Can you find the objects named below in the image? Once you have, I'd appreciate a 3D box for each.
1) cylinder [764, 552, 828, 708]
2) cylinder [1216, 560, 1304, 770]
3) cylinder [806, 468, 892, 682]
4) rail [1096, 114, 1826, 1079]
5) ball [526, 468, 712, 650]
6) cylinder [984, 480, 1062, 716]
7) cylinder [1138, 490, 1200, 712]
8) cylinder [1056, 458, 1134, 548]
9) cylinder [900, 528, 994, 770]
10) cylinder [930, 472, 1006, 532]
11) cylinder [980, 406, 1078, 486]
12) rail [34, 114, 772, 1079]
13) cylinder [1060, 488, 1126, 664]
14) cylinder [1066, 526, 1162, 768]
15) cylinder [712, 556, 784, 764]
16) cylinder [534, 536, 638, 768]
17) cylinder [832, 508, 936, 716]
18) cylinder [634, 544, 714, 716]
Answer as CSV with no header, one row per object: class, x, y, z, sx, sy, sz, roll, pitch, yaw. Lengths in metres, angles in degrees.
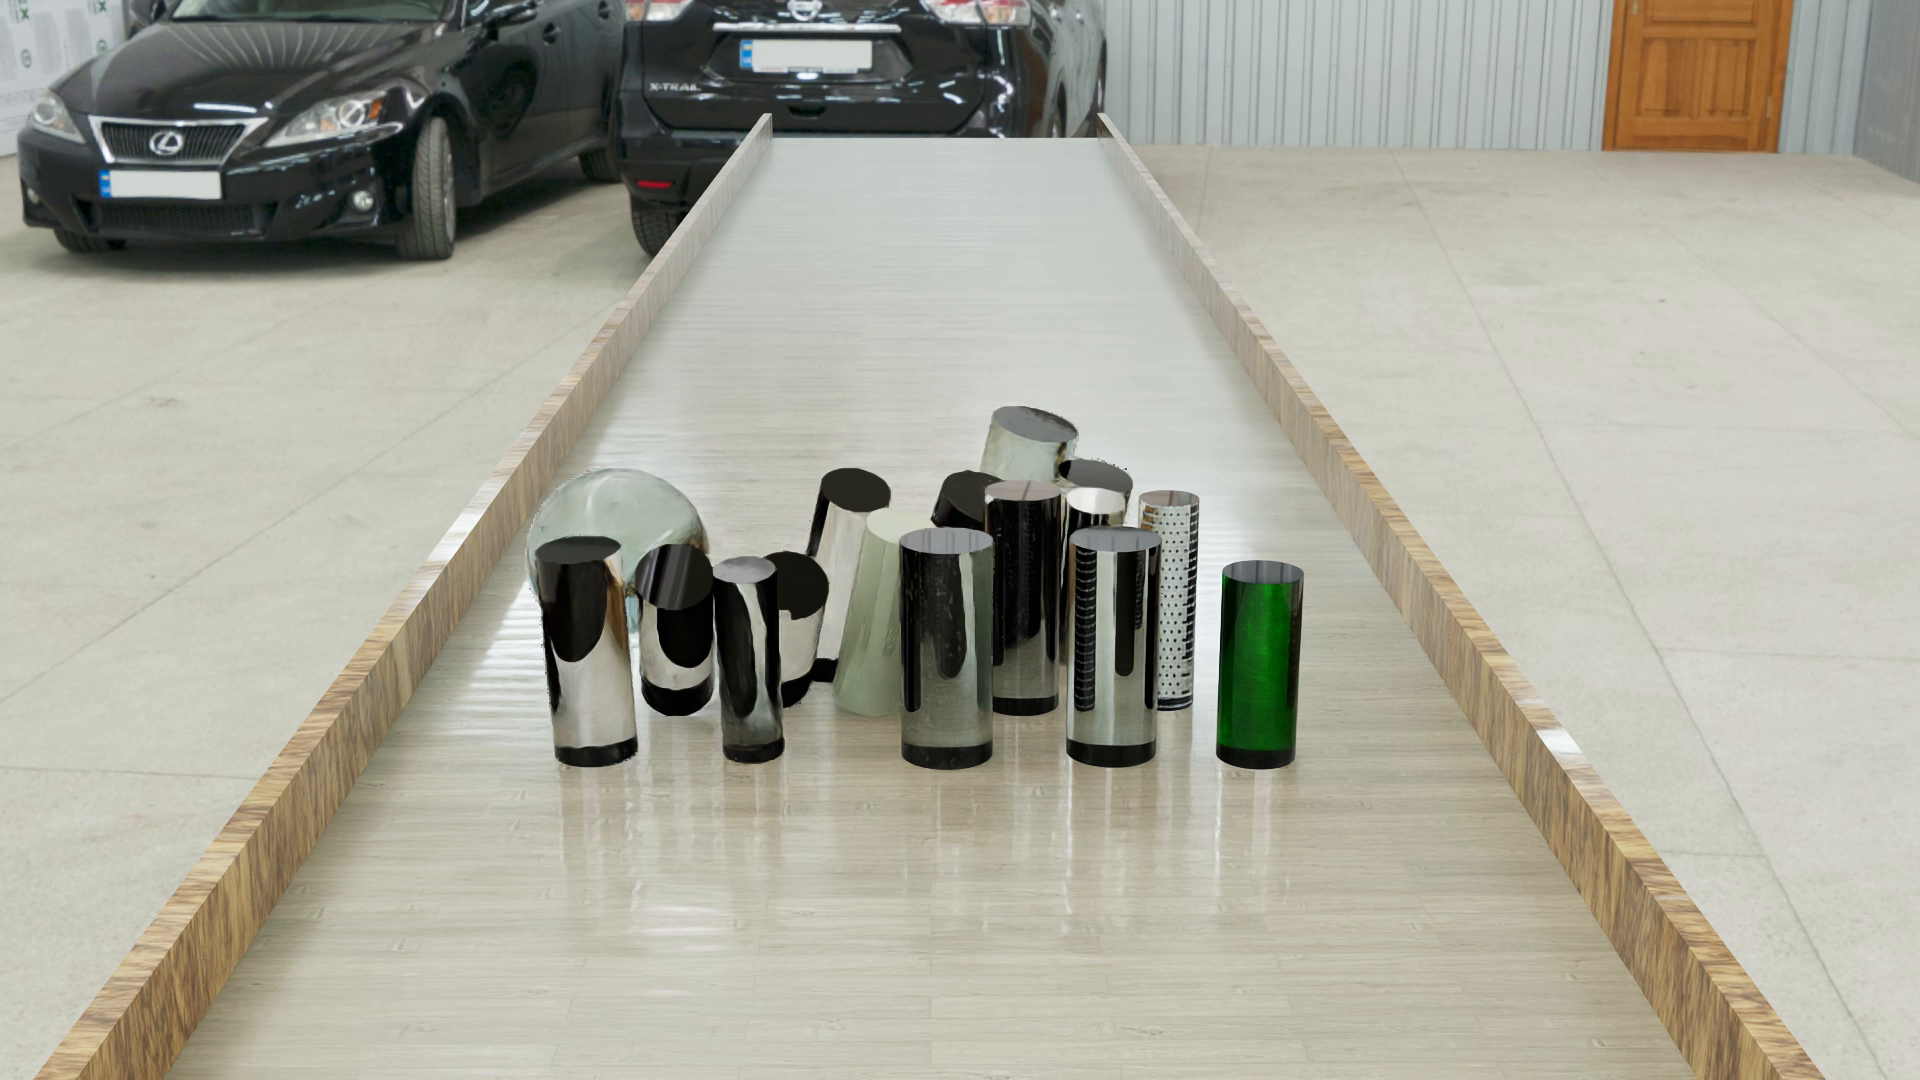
cylinder,-0.331,0.170,4.056,0.146,0.327,0.146,5,56,-7
cylinder,0.529,0.220,3.887,0.142,0.342,0.142,0,17,0
cylinder,-0.237,0.071,4.208,0.134,0.429,0.134,9,38,-7
rail,0.932,-0.844,7.801,0.050,0.150,12.000,0,17,-1
ball,-0.645,0.036,4.171,0.346,0.346,0.346,0,17,0
cylinder,0.117,0.109,4.126,0.144,0.418,0.144,0,17,0
cylinder,0.388,0.114,4.139,0.113,0.401,0.113,0,17,0
cylinder,0.242,0.026,4.478,0.153,0.351,0.153,9,26,-4
cylinder,-0.023,0.191,3.888,0.164,0.397,0.164,0,17,0
cylinder,-0.002,0.061,4.321,0.178,0.357,0.178,15,32,-9
cylinder,0.107,-0.043,4.555,0.178,0.434,0.178,11,24,-5
rail,-1.118,-0.838,7.780,0.050,0.150,12.000,0,17,-1
cylinder,0.252,0.074,4.351,0.117,0.340,0.117,4,27,-2
cylinder,0.272,0.188,3.897,0.162,0.398,0.162,0,17,0
cylinder,-0.371,0.213,3.868,0.110,0.355,0.110,0,24,0
cylinder,-0.658,0.196,3.886,0.149,0.381,0.149,-2,19,1
cylinder,-0.141,0.135,4.076,0.134,0.374,0.134,10,29,-6
cylinder,-0.514,0.168,3.986,0.138,0.370,0.138,3,55,-4
